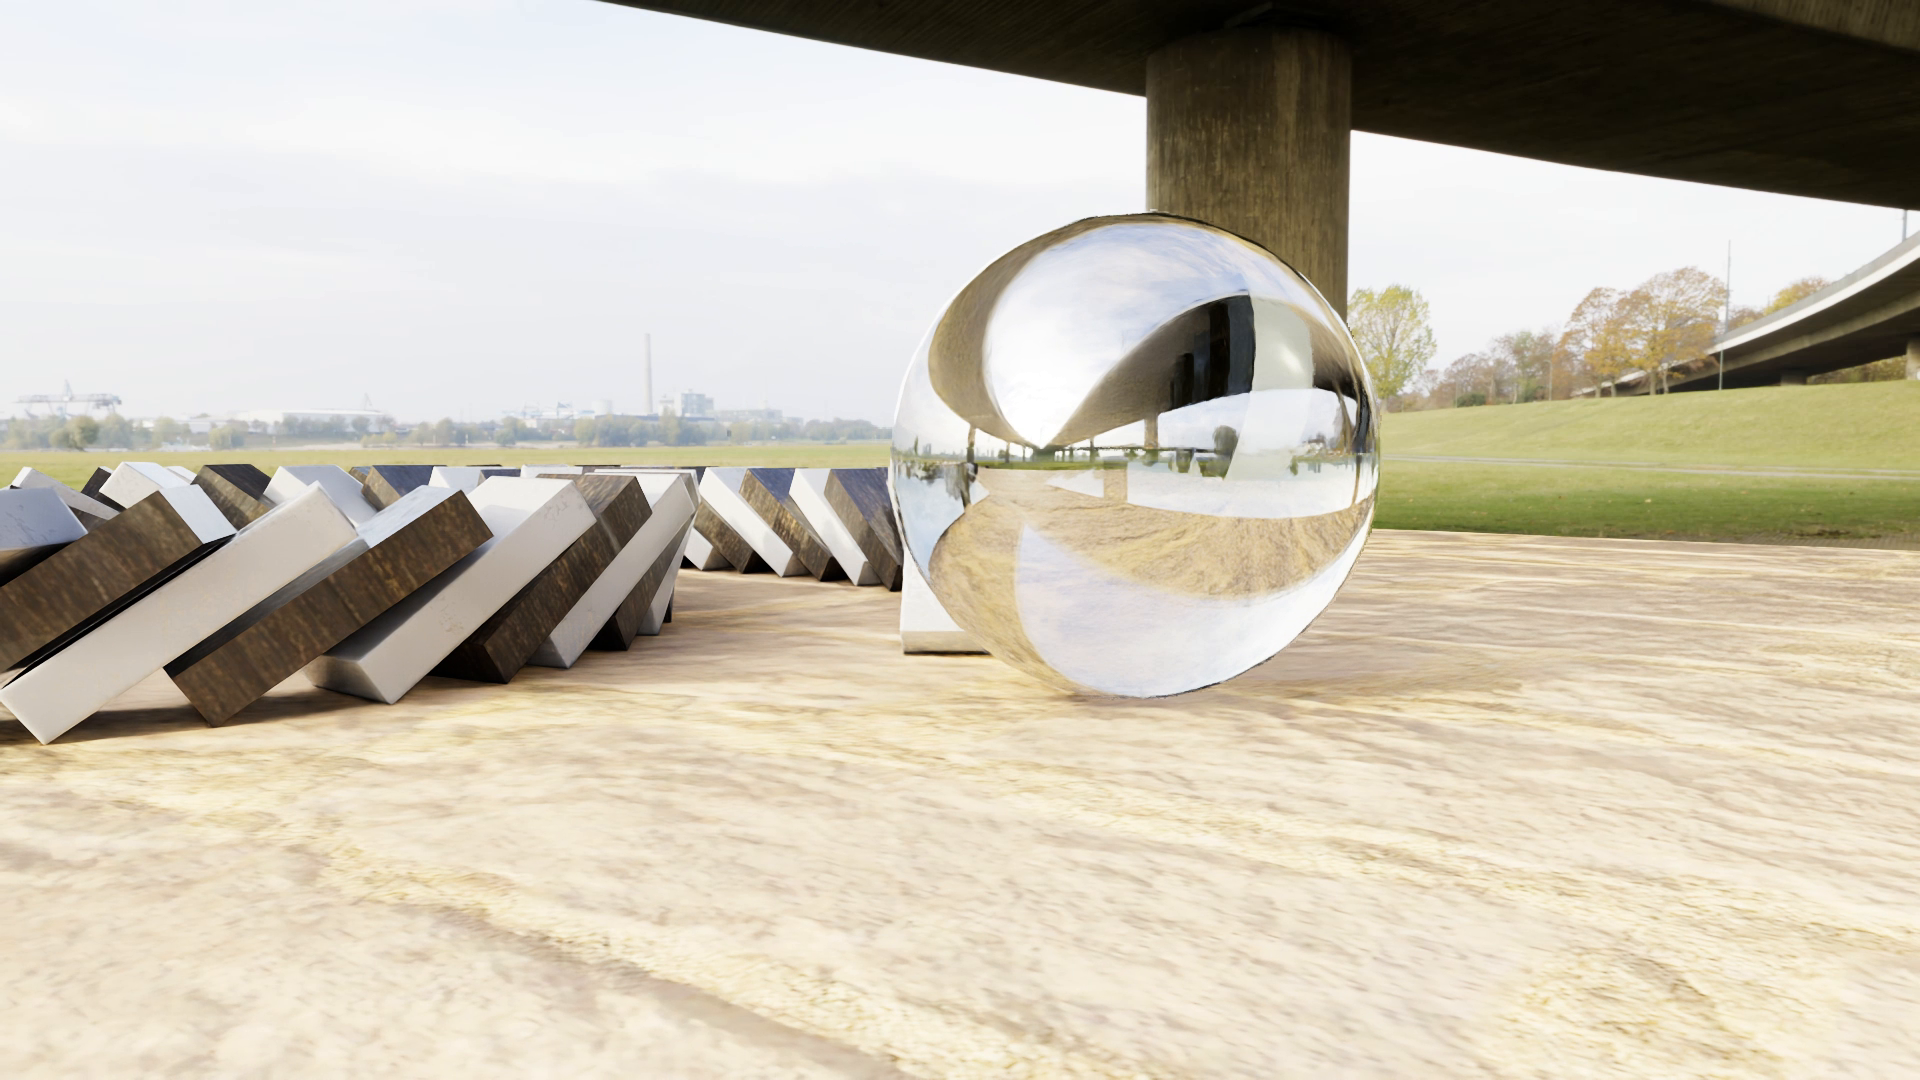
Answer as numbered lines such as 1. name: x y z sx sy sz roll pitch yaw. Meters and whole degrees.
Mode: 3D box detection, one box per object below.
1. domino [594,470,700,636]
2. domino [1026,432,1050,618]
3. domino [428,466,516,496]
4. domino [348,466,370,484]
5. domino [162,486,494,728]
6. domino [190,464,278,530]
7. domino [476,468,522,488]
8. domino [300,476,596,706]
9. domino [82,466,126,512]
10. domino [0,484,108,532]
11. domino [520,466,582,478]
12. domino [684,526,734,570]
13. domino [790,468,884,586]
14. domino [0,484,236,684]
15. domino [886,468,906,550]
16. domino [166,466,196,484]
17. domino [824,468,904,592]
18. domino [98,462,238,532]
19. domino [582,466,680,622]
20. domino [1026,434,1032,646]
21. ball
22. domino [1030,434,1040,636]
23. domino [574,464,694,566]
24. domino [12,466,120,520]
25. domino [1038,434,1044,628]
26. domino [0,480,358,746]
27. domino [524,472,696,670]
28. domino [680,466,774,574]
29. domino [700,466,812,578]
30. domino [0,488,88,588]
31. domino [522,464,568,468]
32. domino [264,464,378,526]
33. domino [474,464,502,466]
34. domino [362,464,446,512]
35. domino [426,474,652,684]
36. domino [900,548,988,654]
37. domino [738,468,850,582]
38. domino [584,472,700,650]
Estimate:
1. domino: -0.079 0.002 0.301 0.025 0.010 0.050 0 39 2
2. domino: 0.009 -0.004 0.319 0.025 0.050 0.009 1 -34 1
3. domino: -0.127 -0.003 0.362 0.025 0.009 0.050 -3 39 -47
4. domino: -0.190 -0.009 0.453 0.050 0.009 0.025 32 1 -7
5. domino: -0.105 0.009 0.212 0.050 0.010 0.025 -41 26 -27
6. domino: -0.187 -0.003 0.361 0.050 0.009 0.025 35 2 -4
7. domino: -0.112 -0.001 0.350 0.025 0.009 0.050 -3 39 -39
8. domino: -0.092 0.007 0.229 0.025 0.009 0.050 4 40 36
9. domino: -0.260 -0.007 0.423 0.050 0.010 0.025 35 -14 -27
10. domino: -0.218 0.002 0.328 0.025 0.010 0.050 -4 -26 46
11. domino: -0.098 -0.001 0.336 0.025 0.009 0.050 -2 40 -30
12. domino: -0.095 -0.008 0.447 0.050 0.009 0.025 38 22 24
13. domino: -0.032 -0.005 0.404 0.025 0.009 0.050 -3 37 -35
14. domino: -0.135 0.010 0.189 0.050 0.009 0.025 -37 15 -13
15. domino: -0.005 -0.004 0.374 0.025 0.010 0.050 -1 42 -14
16. domino: -0.244 -0.008 0.434 0.050 0.009 0.025 33 -8 -20
17. domino: -0.020 -0.004 0.390 0.025 0.009 0.050 -3 38 -32
18. domino: -0.205 -0.003 0.352 0.050 0.009 0.025 36 -7 -14
19. domino: -0.084 0.000 0.320 0.025 0.010 0.050 0 39 -8
20. domino: 0.003 -0.001 0.282 0.025 0.050 0.009 0 -34 2
21. ball: 0.028 -0.014 0.214 0.080 0.080 0.080 0 4 0
22. domino: 0.005 -0.002 0.294 0.025 0.050 0.009 0 -35 2
23. domino: -0.113 -0.009 0.454 0.050 0.010 0.025 37 18 19
24. domino: -0.273 -0.006 0.408 0.025 0.010 0.050 5 -27 49
25. domino: 0.007 -0.003 0.306 0.025 0.050 0.010 0 -34 2
26. domino: -0.119 0.009 0.199 0.050 0.009 0.025 -39 20 -19
27. domino: -0.078 0.005 0.262 0.025 0.010 0.050 2 39 24
28. domino: -0.079 -0.008 0.438 0.050 0.010 0.025 40 25 27
29. domino: -0.063 -0.007 0.428 0.025 0.009 0.050 -5 39 -49
30. domino: -0.153 0.011 0.180 0.050 0.009 0.025 -35 7 -2
31. domino: -0.132 -0.009 0.458 0.050 0.010 0.025 35 13 13
32. domino: -0.168 -0.003 0.365 0.050 0.010 0.025 35 8 4
33. domino: -0.152 -0.009 0.458 0.050 0.010 0.025 33 7 3
34. domino: -0.146 -0.003 0.369 0.050 0.009 0.025 40 22 22
35. domino: -0.084 0.006 0.247 0.025 0.009 0.050 3 39 25
36. domino: 0.002 0.000 0.270 0.025 0.050 0.009 0 -34 3
37. domino: -0.048 -0.006 0.416 0.025 0.009 0.050 -4 38 -45
38. domino: -0.078 0.003 0.283 0.025 0.009 0.050 1 38 10
